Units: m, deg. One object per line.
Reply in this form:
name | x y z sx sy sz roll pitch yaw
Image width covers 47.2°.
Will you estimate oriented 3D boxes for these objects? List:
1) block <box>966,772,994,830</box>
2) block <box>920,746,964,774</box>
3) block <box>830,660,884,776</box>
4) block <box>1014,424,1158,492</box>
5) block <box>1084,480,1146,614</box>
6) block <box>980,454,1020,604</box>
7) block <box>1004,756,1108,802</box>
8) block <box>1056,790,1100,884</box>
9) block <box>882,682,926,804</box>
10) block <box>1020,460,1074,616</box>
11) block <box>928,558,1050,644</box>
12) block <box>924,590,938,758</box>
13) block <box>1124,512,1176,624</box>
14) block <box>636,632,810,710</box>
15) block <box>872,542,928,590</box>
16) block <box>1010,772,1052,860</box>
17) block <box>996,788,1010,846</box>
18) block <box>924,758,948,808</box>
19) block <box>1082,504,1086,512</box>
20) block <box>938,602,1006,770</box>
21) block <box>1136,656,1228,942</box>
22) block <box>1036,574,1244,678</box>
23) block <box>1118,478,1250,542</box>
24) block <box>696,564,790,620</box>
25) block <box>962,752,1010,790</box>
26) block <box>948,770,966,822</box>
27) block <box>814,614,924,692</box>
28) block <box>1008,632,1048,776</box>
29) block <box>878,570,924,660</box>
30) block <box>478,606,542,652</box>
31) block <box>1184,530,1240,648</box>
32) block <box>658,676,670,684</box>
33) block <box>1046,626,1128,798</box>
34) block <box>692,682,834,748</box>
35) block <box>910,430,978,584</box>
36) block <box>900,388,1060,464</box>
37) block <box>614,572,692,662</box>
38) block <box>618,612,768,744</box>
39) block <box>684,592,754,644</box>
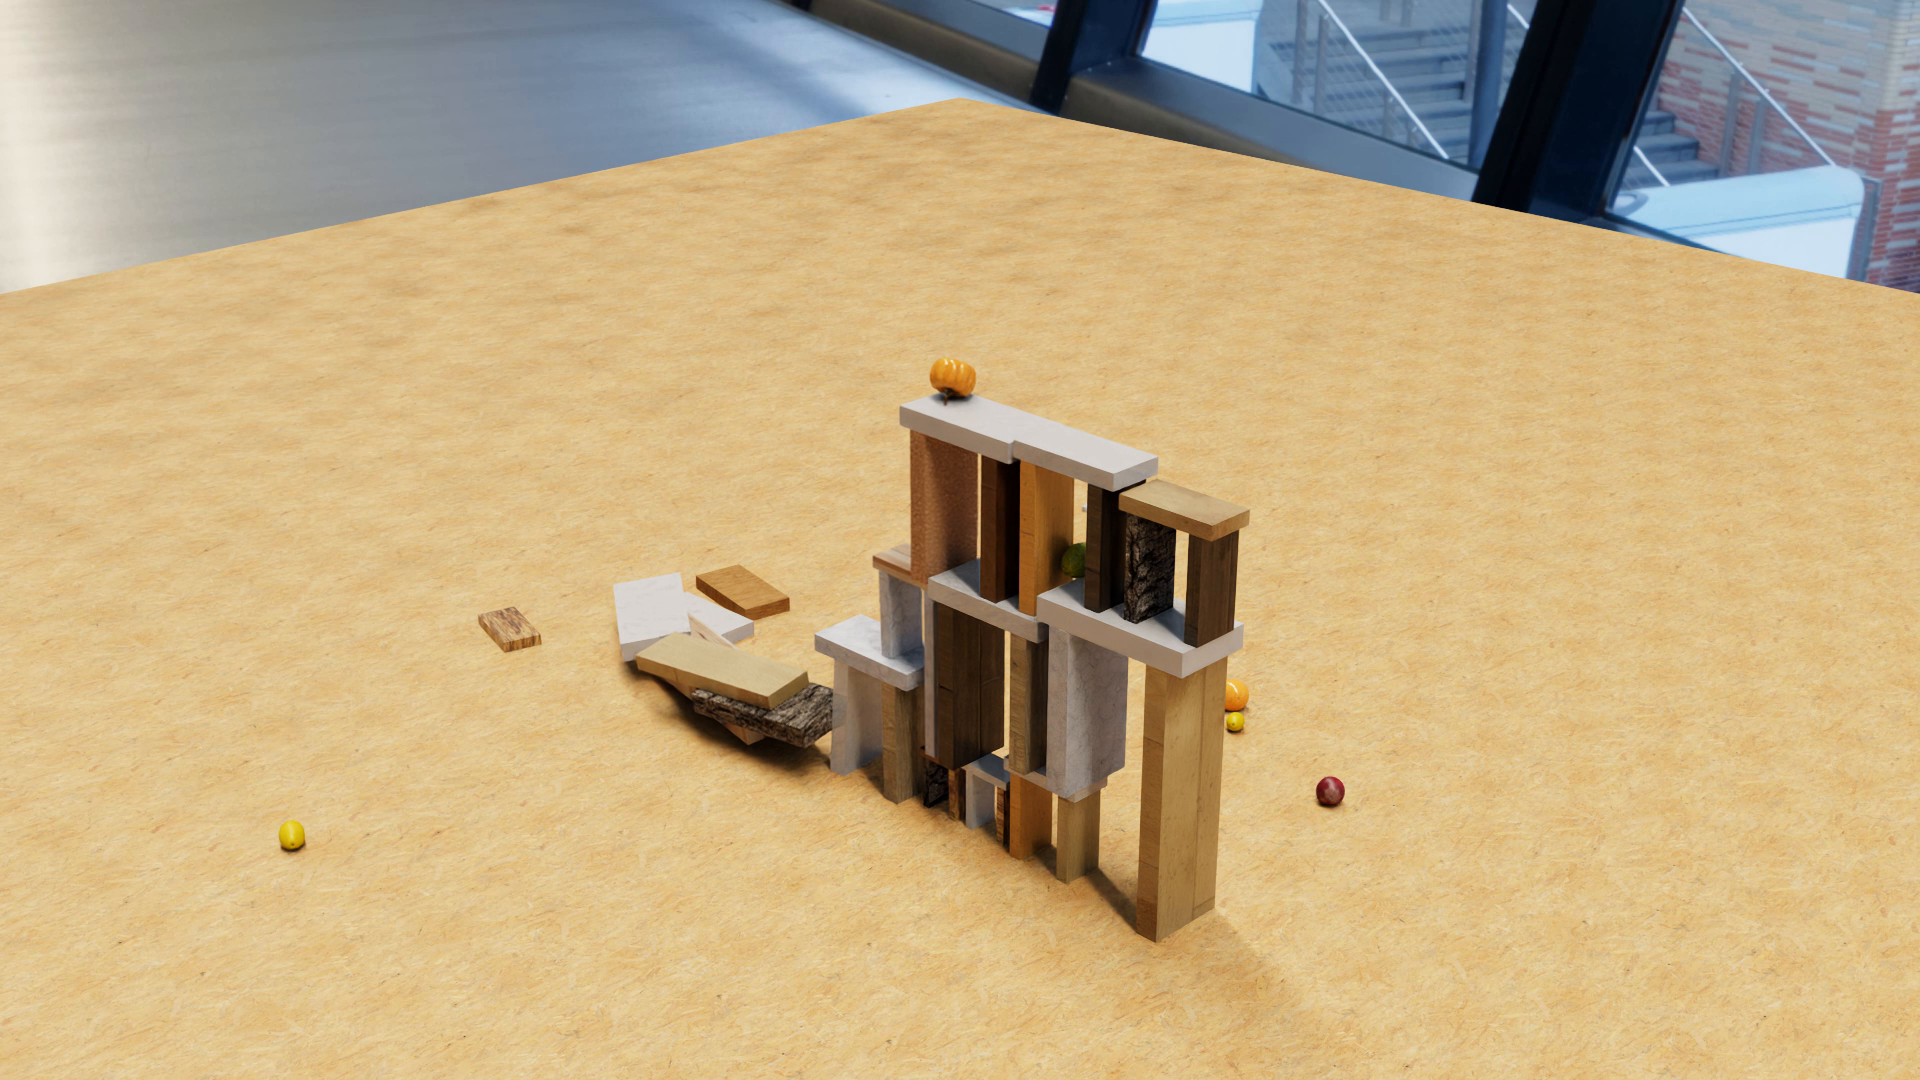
block | 0.041 0.509 4.397 0.018 0.129 0.064 21 31 41
block | -0.022 0.435 4.425 0.057 0.016 0.113 -21 31 -41
block | -0.209 0.348 4.595 0.038 0.267 0.134 21 31 32
block | 0.223 -0.148 3.918 0.120 0.034 0.239 -21 31 -41
block | 0.277 0.000 3.918 0.034 0.239 0.120 21 31 40
block | 0.104 -0.038 4.103 0.143 0.286 0.041 -21 31 -40
block | 0.183 0.443 4.209 0.093 0.026 0.185 -21 31 -40
block | 0.227 0.557 4.210 0.093 0.185 0.026 -21 31 -41
block | -0.096 0.393 4.492 0.038 0.267 0.134 21 31 41
block | 0.160 -0.019 4.040 0.034 0.300 0.120 17 29 36
block | 0.091 0.112 4.168 0.144 0.041 0.287 -21 31 -41
block | -0.029 0.254 4.369 0.026 0.361 0.093 20 30 40
block | 0.336 0.036 3.877 0.029 0.205 0.103 21 31 40
block | -0.514 0.279 4.734 0.400 0.035 0.123 13 32 37
block | -0.076 0.056 4.337 0.093 0.026 0.185 -21 31 -41
block | 0.139 0.523 4.290 0.093 0.185 0.026 -21 31 -40
block | 0.102 0.532 4.341 0.018 0.129 0.064 21 31 41
block | -0.048 0.484 4.475 0.016 0.113 0.057 21 31 40
block | 0.377 -0.097 5.971 0.053 0.015 0.105 11 25 24
block | 0.023 0.266 4.307 0.144 0.352 0.041 -21 31 -41
block | 0.401 0.454 3.985 0.048 0.552 0.170 21 31 41
block | 0.320 0.146 3.941 0.340 0.048 0.170 21 31 40
block | 0.385 -0.053 3.787 0.205 0.029 0.103 21 31 40
block | -0.535 0.130 5.409 0.123 0.035 0.247 -15 27 -32
block | 0.069 0.454 4.338 0.064 0.018 0.129 -20 30 -39
block | 0.004 0.504 4.427 0.057 0.113 0.016 -21 30 -40
block | -0.157 0.228 4.487 0.267 0.038 0.134 21 31 39
block | 0.158 0.289 4.170 0.144 0.287 0.041 -21 31 -40
block | -0.118 0.137 4.417 0.026 0.185 0.093 19 29 40
block | -1.071 0.212 5.228 0.091 0.026 0.183 -13 26 -28
block | 0.434 0.074 3.788 0.029 0.205 0.103 21 31 40
block | -0.600 0.312 4.992 0.091 0.026 0.183 -20 30 -39
block | 0.238 0.294 4.091 0.048 0.340 0.170 21 31 40
block | -0.396 0.346 4.657 0.319 0.045 0.160 13 32 37
block | -0.030 -0.081 4.231 0.041 0.309 0.143 21 31 40
block | 0.037 -0.215 4.100 0.143 0.041 0.286 -21 31 -41
block | -0.713 0.176 5.098 0.160 0.045 0.319 -10 25 -7
block | -0.556 0.293 4.917 0.160 0.045 0.625 -21 29 -27
block | -0.621 0.193 5.262 0.247 0.035 0.123 20 30 39
